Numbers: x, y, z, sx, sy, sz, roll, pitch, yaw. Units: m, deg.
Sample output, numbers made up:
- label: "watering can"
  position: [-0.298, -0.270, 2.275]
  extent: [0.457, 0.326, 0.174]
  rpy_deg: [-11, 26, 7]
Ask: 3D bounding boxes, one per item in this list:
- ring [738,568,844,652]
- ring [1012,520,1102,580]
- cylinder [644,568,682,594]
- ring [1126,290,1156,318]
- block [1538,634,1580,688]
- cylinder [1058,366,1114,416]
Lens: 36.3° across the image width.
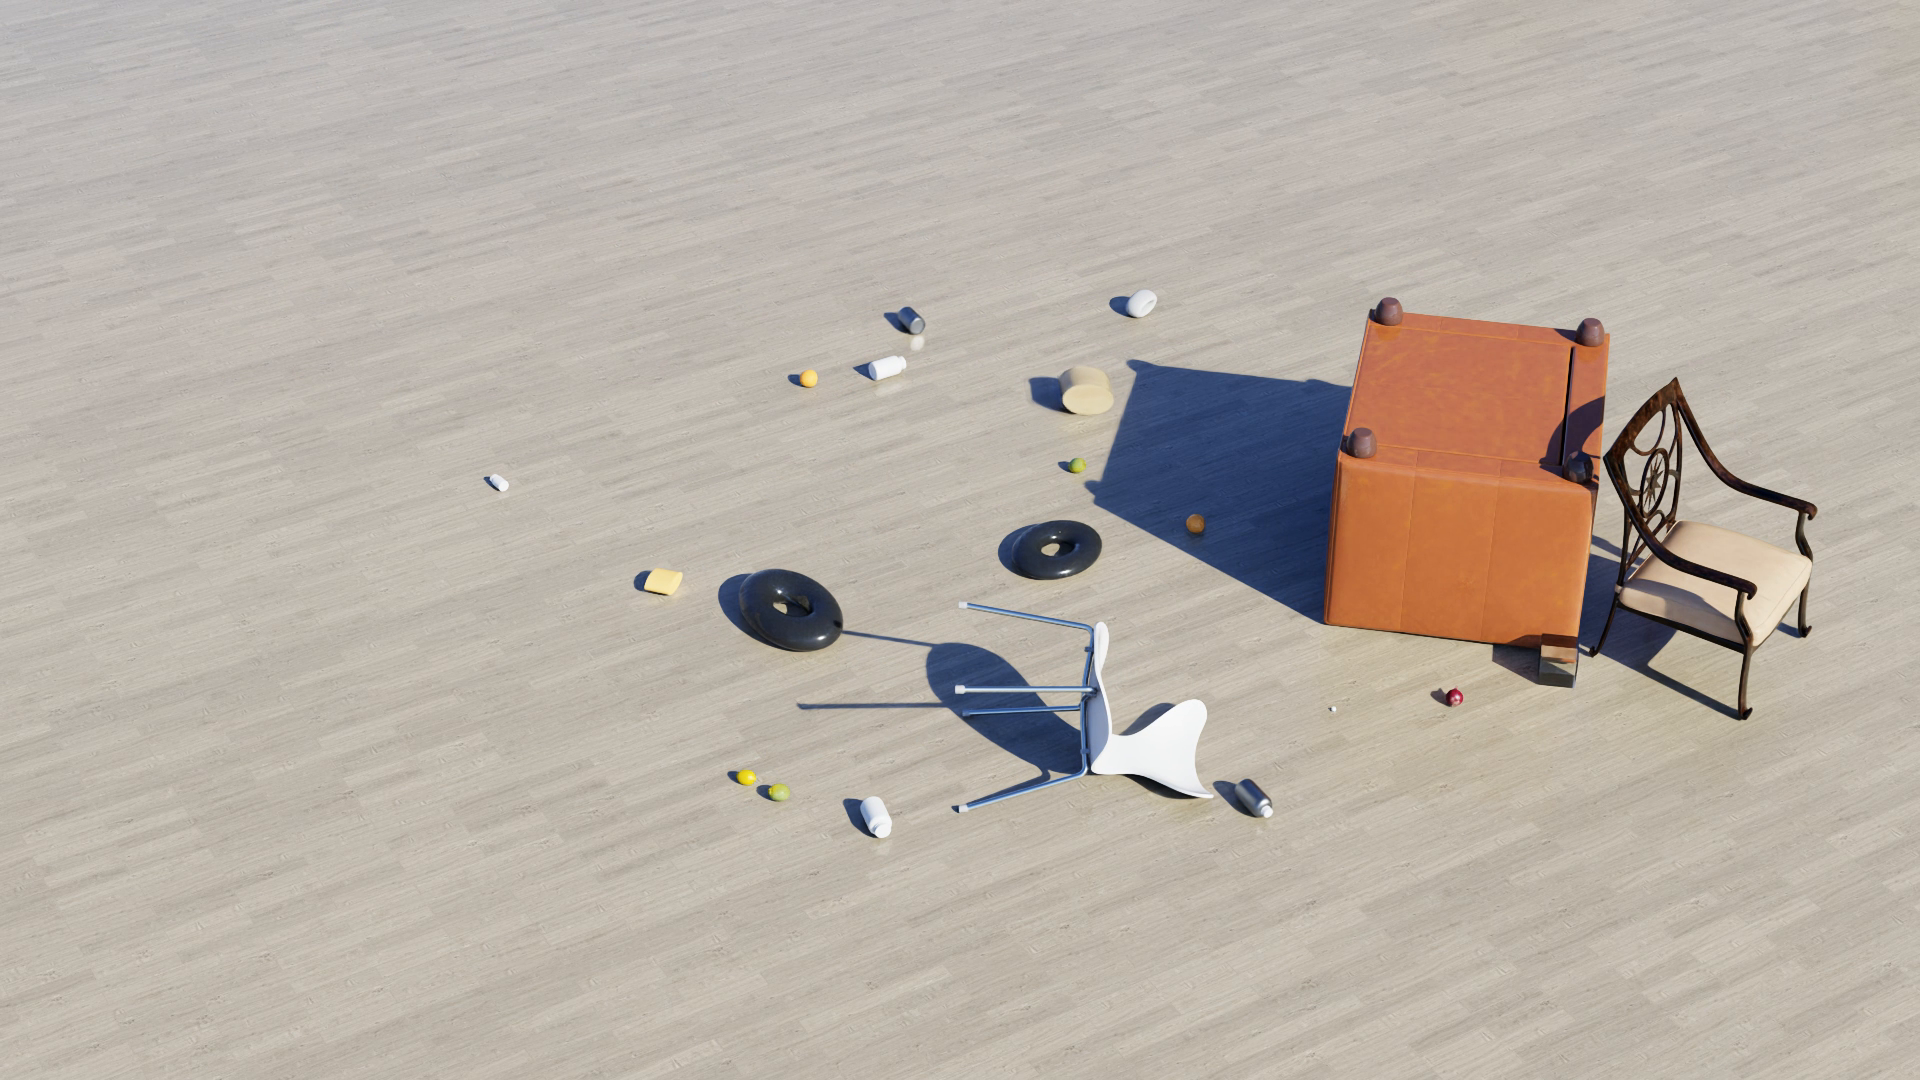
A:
- label: "ring"
  position: [-0.604, 0.248, 10.472]
  extent: [0.324, 0.109, 0.506]
  rpy_deg: [-18, 37, -27]
- label: "ring"
  position: [0.358, 0.034, 10.833]
  extent: [0.314, 0.066, 0.389]
  rpy_deg: [21, 38, 28]
- label: "cylinder"
  position: [-1.078, 0.150, 10.663]
  extent: [0.092, 0.058, 0.130]
  rpy_deg: [11, 32, 16]
- label: "ring"
  position: [0.765, -0.999, 12.378]
  extent: [0.078, 0.094, 0.150]
  rpy_deg: [34, 59, 29]
- label: "block"
  position: [2.080, 0.420, 10.196]
  extent: [0.128, 0.122, 0.141]
  rpy_deg: [6, 34, 9]
- label: "cylinder"
  position: [0.503, -0.596, 11.718]
  extent: [0.205, 0.143, 0.144]
  rpy_deg: [5, 33, -8]
